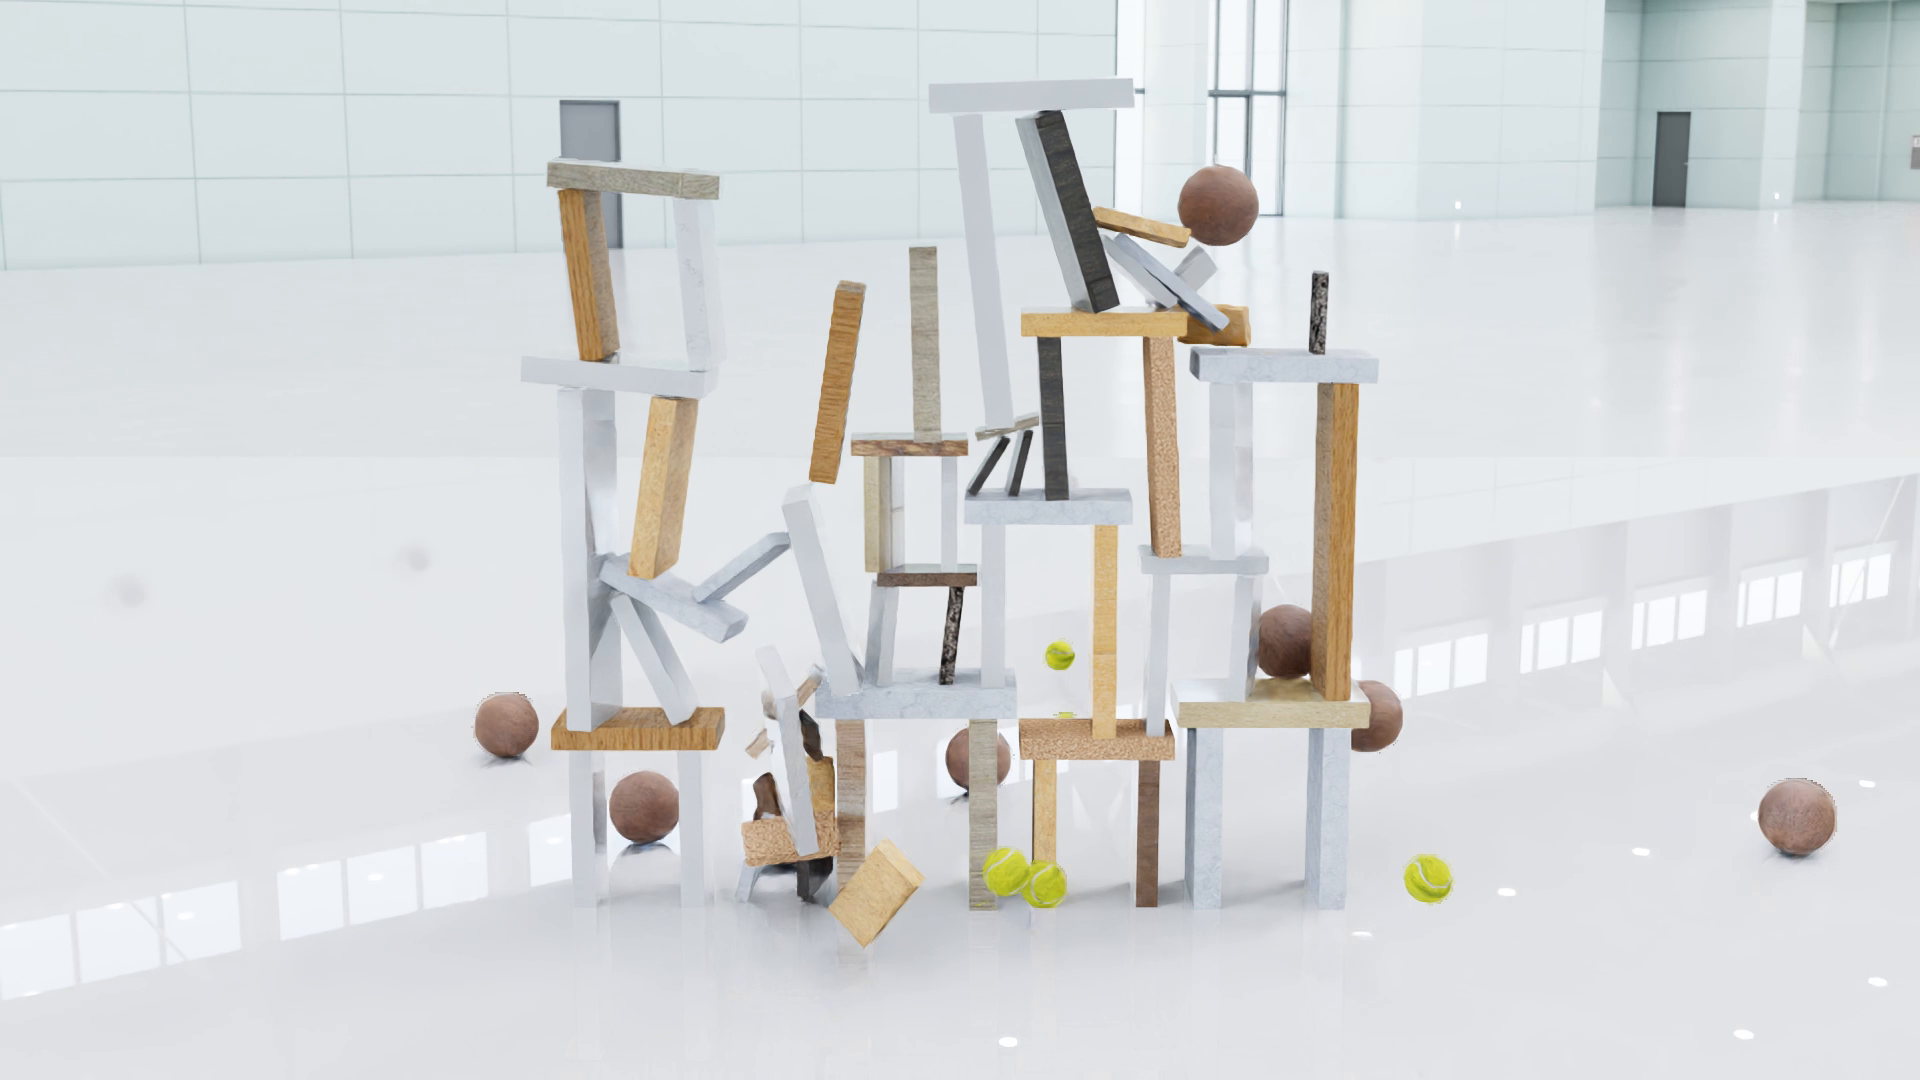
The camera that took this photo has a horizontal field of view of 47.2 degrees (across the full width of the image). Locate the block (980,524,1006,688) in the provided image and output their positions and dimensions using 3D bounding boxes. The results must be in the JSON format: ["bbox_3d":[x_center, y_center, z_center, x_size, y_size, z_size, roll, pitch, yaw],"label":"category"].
[{"bbox_3d":[0.053,0.095,3.580,0.038,0.267,0.134,0,10,0],"label":"block"}]

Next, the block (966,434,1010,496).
[{"bbox_3d":[0.046,-0.123,3.543,0.015,0.107,0.054,31,8,-7],"label":"block"}]

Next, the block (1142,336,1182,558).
[{"bbox_3d":[0.323,-0.156,3.523,0.037,0.351,0.130,-3,11,0],"label":"block"}]

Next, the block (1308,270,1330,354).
[{"bbox_3d":[0.569,-0.361,3.490,0.018,0.128,0.064,1,11,1],"label":"block"}]

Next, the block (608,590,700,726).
[{"bbox_3d":[-0.498,0.183,3.593,0.032,0.229,0.114,-25,9,6],"label":"block"}]

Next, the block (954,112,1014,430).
[{"bbox_3d":[0.039,-0.428,3.482,0.044,0.486,0.156,-6,11,2],"label":"block"}]

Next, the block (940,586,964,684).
[{"bbox_3d":[-0.013,0.147,3.586,0.023,0.161,0.081,7,10,-1],"label":"block"}]

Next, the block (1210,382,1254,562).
[{"bbox_3d":[0.434,-0.117,3.508,0.040,0.280,0.140,2,11,19],"label":"block"}]

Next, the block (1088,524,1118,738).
[{"bbox_3d":[0.233,0.136,3.586,0.038,0.351,0.134,0,11,0],"label":"block"}]

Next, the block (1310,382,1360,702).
[{"bbox_3d":[0.604,-0.006,3.555,0.040,0.512,0.140,-1,11,-1],"label":"block"}]

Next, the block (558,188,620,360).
[{"bbox_3d":[-0.586,-0.425,3.479,0.037,0.264,0.132,-5,12,4],"label":"block"}]

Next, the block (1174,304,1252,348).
[{"bbox_3d":[0.409,-0.349,3.568,0.128,0.064,0.018,8,28,34],"label":"block"}]

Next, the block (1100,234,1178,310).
[{"bbox_3d":[0.273,-0.425,3.478,0.154,0.022,0.077,40,1,-13],"label":"block"}]

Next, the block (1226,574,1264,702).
[{"bbox_3d":[0.462,0.151,3.554,0.029,0.203,0.102,7,12,16],"label":"block"}]

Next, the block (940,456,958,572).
[{"bbox_3d":[-0.017,-0.048,3.555,0.027,0.187,0.094,0,10,0],"label":"block"}]

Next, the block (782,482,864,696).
[{"bbox_3d":[-0.218,0.077,3.532,0.043,0.318,0.153,-14,11,3],"label":"block"}]

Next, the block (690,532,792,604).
[{"bbox_3d":[-0.348,0.044,3.535,0.165,0.023,0.082,-36,-9,17],"label":"block"}]

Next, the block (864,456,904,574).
[{"bbox_3d":[-0.122,-0.047,3.550,0.027,0.187,0.094,4,11,24],"label":"block"}]

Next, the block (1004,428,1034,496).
[{"bbox_3d":[0.095,-0.128,3.544,0.015,0.107,0.054,12,8,-9],"label":"block"}]

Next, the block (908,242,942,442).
[{"bbox_3d":[-0.054,-0.317,3.501,0.043,0.305,0.153,-1,10,0],"label":"block"}]

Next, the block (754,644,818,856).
[{"bbox_3d":[-0.267,0.329,3.395,0.032,0.359,0.114,-16,44,-13],"label":"block"}]

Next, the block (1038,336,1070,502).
[{"bbox_3d":[0.150,-0.201,3.521,0.037,0.259,0.130,-3,10,3],"label":"block"}]

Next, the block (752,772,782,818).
[{"bbox_3d":[-0.313,0.433,3.623,0.013,0.091,0.045,-4,-27,-40],"label":"block"}]

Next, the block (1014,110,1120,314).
[{"bbox_3d":[0.168,-0.516,3.447,0.044,0.312,0.156,-20,13,-6],"label":"block"}]

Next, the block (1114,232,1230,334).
[{"bbox_3d":[0.331,-0.409,3.493,0.222,0.022,0.077,39,0,-4],"label":"block"}]

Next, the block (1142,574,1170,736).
[{"bbox_3d":[0.320,0.177,3.590,0.029,0.268,0.102,1,11,0],"label":"block"}]

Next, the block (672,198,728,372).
[{"bbox_3d":[-0.409,-0.407,3.468,0.037,0.264,0.132,-3,12,5],"label":"block"}]

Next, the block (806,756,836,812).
[{"bbox_3d":[-0.227,0.397,3.571,0.045,0.091,0.013,4,-18,-23],"label":"block"}]

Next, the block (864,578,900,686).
[{"bbox_3d":[-0.127,0.150,3.572,0.023,0.161,0.081,3,9,-19],"label":"block"}]

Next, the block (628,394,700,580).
[{"bbox_3d":[-0.474,-0.093,3.532,0.041,0.290,0.145,11,12,7],"label":"block"}]

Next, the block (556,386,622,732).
[{"bbox_3d":[-0.595,0.023,3.545,0.041,0.551,0.145,3,11,11],"label":"block"}]

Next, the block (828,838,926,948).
[{"bbox_3d":[-0.126,0.528,3.277,0.023,0.082,0.257,-39,-10,-34],"label":"block"}]
